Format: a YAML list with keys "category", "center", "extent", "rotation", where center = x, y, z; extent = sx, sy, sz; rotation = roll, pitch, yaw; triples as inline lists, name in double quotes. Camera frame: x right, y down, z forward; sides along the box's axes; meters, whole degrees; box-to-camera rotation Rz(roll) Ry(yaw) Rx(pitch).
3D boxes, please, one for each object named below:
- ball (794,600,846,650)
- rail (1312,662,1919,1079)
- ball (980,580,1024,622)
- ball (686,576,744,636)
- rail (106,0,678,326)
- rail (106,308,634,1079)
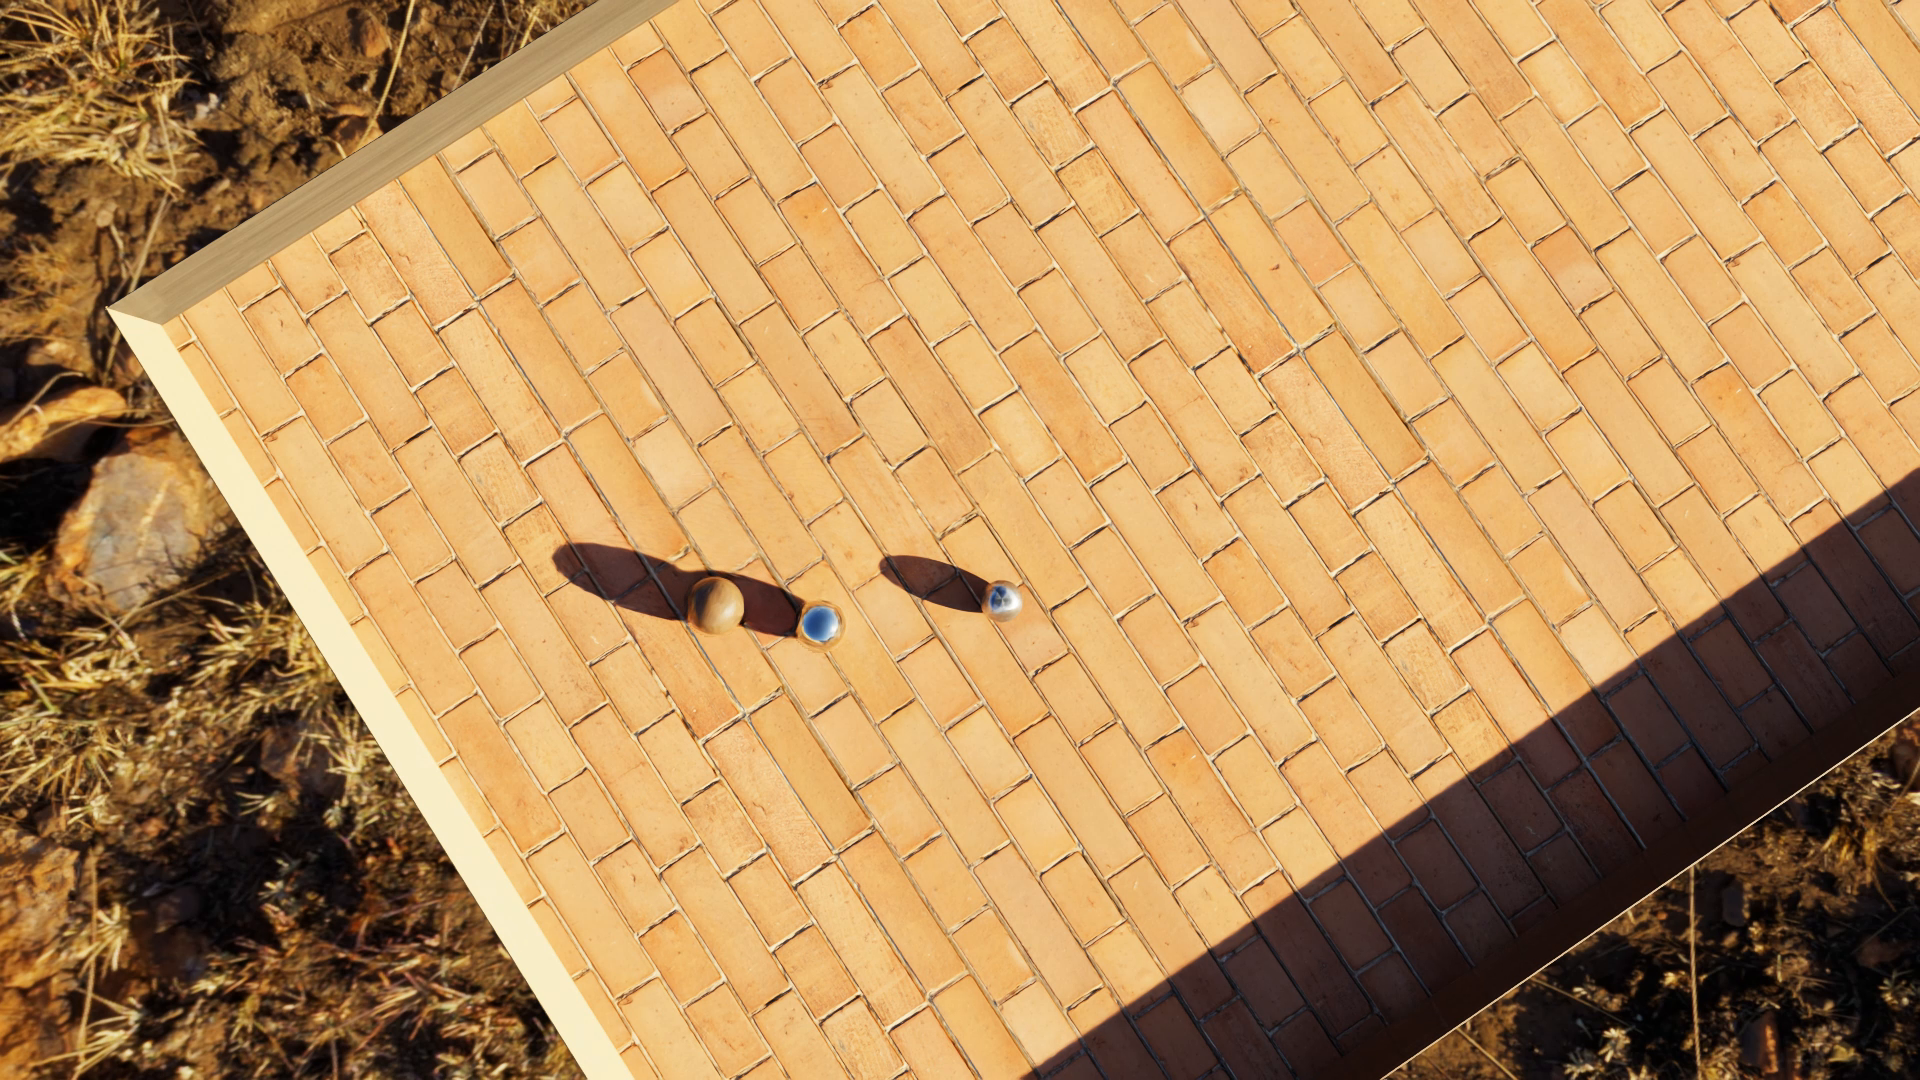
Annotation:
- category: "ball"
  center: [-0.206, 0.125, 3.243]
  extent: [0.075, 0.075, 0.075]
  rotation: [0, 82, 0]
- category: "rail"
  center: [1.243, 0.309, 3.199]
  extent: [3.454, 0.113, 0.045]
  rotation: [-33, 84, -4]
- category: "ball"
  center: [0.062, 0.091, 3.254]
  extent: [0.064, 0.064, 0.064]
  rotation: [0, 82, 0]
- category: "ball"
  center: [-0.361, 0.097, 3.241]
  extent: [0.087, 0.087, 0.087]
  rotation: [0, 82, 0]
- category: "rail"
  center: [0.196, -1.259, 3.409]
  extent: [3.454, 0.113, 0.045]
  rotation: [-33, 84, -4]
- category: "rail"
  center: [-0.700, 0.457, 3.179]
  extent: [0.045, 0.113, 1.944]
  rotation: [-33, 84, -4]
